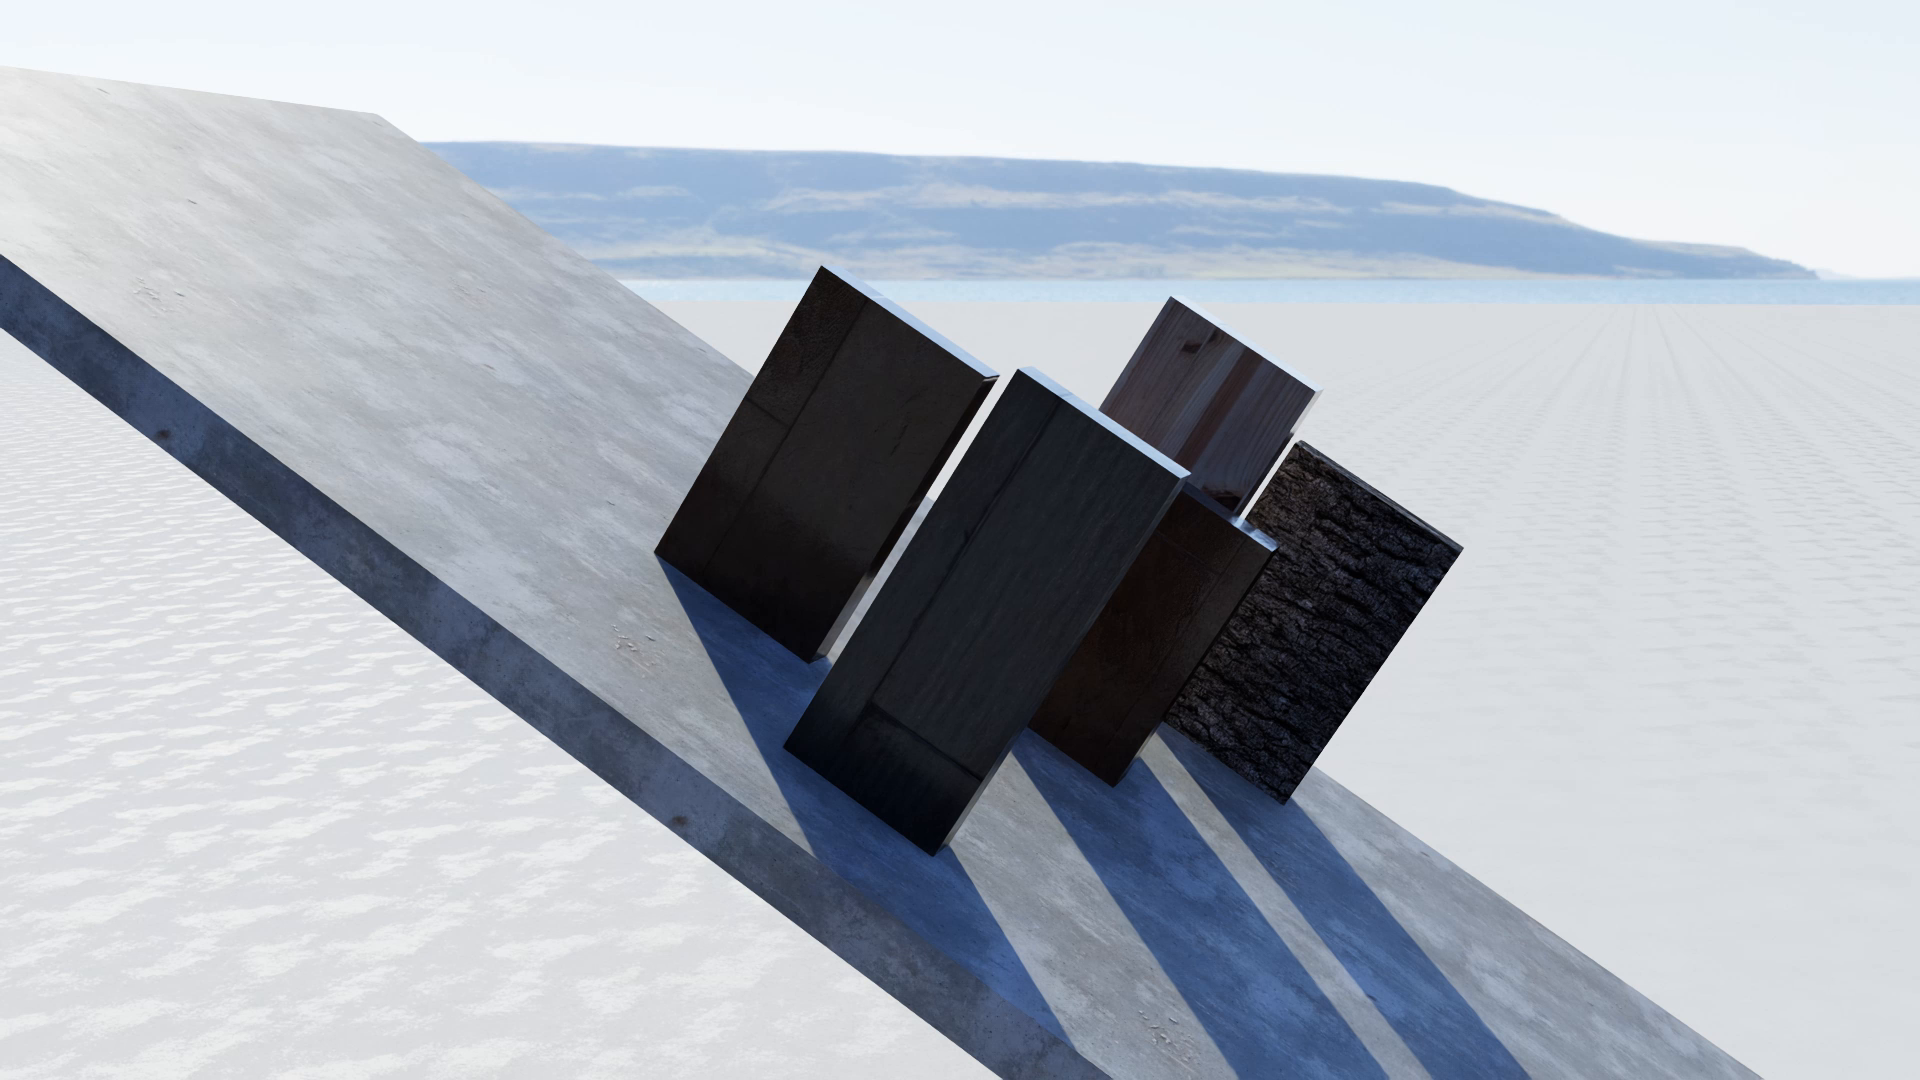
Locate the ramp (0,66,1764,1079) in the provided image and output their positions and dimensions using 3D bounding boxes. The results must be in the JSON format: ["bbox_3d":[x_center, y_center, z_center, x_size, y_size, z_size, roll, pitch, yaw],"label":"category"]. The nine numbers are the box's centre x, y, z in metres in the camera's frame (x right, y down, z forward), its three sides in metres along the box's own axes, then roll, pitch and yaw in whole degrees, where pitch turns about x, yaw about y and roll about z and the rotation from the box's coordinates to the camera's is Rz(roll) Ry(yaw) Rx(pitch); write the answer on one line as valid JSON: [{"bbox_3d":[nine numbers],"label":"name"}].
[{"bbox_3d":[-0.139,0.232,4.106,4.000,0.100,2.000,35,15,10],"label":"ramp"}]

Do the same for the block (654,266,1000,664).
[{"bbox_3d":[-0.231,-0.128,3.739,0.338,0.584,0.087,35,15,10],"label":"block"}]

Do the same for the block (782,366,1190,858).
[{"bbox_3d":[0.033,0.110,3.297,0.287,0.694,0.082,35,15,10],"label":"block"}]

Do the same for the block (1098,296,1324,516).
[{"bbox_3d":[0.347,-0.056,4.280,0.330,0.781,0.115,35,15,10],"label":"block"}]

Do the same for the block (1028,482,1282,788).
[{"bbox_3d":[0.293,0.135,4.053,0.347,0.531,0.104,35,15,10],"label":"block"}]

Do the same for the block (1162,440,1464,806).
[{"bbox_3d":[0.684,0.170,4.517,0.394,0.636,0.094,35,15,10],"label":"block"}]
